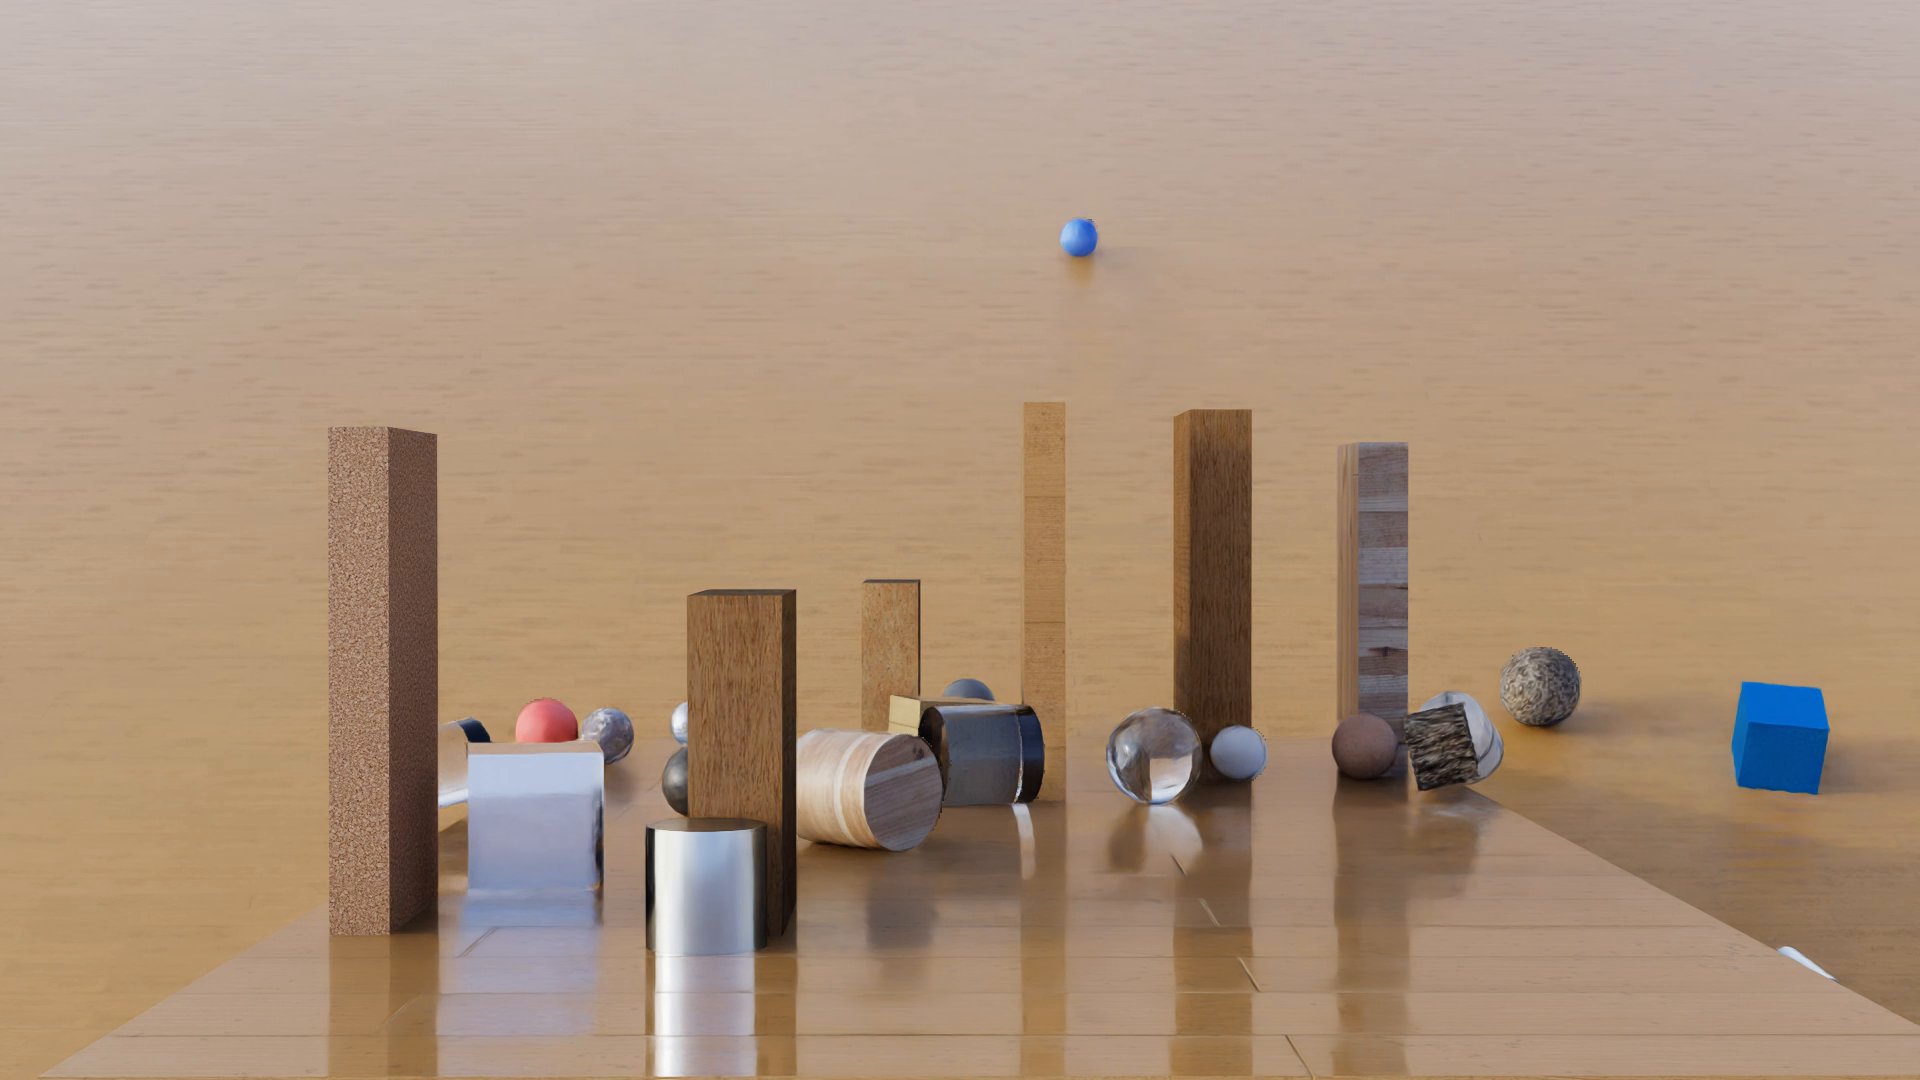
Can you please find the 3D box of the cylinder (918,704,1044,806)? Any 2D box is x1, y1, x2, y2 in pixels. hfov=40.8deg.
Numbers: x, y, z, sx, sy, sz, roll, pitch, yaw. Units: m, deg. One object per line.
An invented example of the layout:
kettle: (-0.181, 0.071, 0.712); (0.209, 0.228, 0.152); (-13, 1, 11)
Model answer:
cylinder: (0.039, 0.423, 5.087); (0.196, 0.196, 0.196); (0, 27, -20)

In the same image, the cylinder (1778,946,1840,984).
cylinder: (1.868, 0.997, 5.766); (0.129, 0.129, 0.129); (-15, 32, -25)

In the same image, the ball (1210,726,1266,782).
ball: (0.583, 0.447, 5.423); (0.117, 0.117, 0.117); (0, 28, 0)

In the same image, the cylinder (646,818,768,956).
cylinder: (-0.335, 0.456, 3.415); (0.160, 0.160, 0.160); (0, 1, 0)

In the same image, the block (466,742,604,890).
block: (-0.669, 0.428, 4.057); (0.205, 0.205, 0.205); (0, 1, -11)

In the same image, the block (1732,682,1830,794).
block: (2.094, 0.505, 6.603); (0.195, 0.195, 0.195); (5, 29, 9)

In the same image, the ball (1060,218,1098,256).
ball: (0.445, -1.131, 9.672); (0.141, 0.141, 0.141); (0, 28, 0)

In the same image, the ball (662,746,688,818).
ball: (-0.488, 0.452, 4.844); (0.142, 0.142, 0.142); (0, 28, 0)

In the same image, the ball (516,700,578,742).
ball: (-0.959, 0.442, 6.003); (0.144, 0.144, 0.144); (0, 28, 0)

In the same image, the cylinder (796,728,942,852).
cylinder: (-0.171, 0.428, 4.438); (0.197, 0.197, 0.197); (0, 22, 41)

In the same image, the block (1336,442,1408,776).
block: (0.923, 0.150, 5.801); (0.109, 0.729, 0.323); (0, 1, 0)

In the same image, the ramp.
ramp: (0.064, 0.575, 4.619); (2.000, 0.100, 4.000); (0, 1, 0)

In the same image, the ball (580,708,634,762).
ball: (-0.815, 0.450, 5.971); (0.126, 0.126, 0.126); (0, 28, 0)

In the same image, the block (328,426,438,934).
block: (-0.815, 0.190, 3.667); (0.082, 0.689, 0.330); (0, 1, 0)

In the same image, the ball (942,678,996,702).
ball: (0.020, 0.435, 6.726); (0.149, 0.149, 0.149); (0, 28, 0)

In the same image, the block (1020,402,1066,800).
block: (0.169, 0.121, 5.291); (0.082, 0.796, 0.276); (0, 1, 0)

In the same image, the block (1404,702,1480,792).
block: (0.968, 0.416, 5.197); (0.121, 0.121, 0.121); (-14, 14, 12)

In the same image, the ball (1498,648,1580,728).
ball: (1.525, 0.390, 6.801); (0.209, 0.209, 0.209); (0, 28, 0)

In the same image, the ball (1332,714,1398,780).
ball: (0.872, 0.445, 5.572); (0.142, 0.142, 0.142); (0, 28, 0)

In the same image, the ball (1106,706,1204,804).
ball: (0.384, 0.425, 5.095); (0.191, 0.191, 0.191); (0, 28, 0)

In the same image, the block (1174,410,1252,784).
block: (0.553, 0.118, 5.693); (0.130, 0.794, 0.429); (0, 1, 0)

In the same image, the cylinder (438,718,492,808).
cylinder: (-1.042, 0.454, 5.189); (0.164, 0.164, 0.164); (-13, 30, -37)

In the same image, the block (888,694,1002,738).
block: (-0.028, 0.419, 5.268); (0.189, 0.189, 0.189); (3, -1, -20)

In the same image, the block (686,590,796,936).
block: (-0.305, 0.304, 3.649); (0.129, 0.460, 0.310); (0, 1, 0)

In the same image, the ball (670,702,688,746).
ball: (-0.654, 0.452, 6.347); (0.117, 0.117, 0.117); (0, 28, 0)

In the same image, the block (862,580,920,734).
block: (-0.145, 0.303, 5.516); (0.117, 0.429, 0.340); (0, 1, 0)

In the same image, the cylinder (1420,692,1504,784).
cylinder: (1.093, 0.434, 5.657); (0.156, 0.156, 0.156); (-14, 57, 22)
